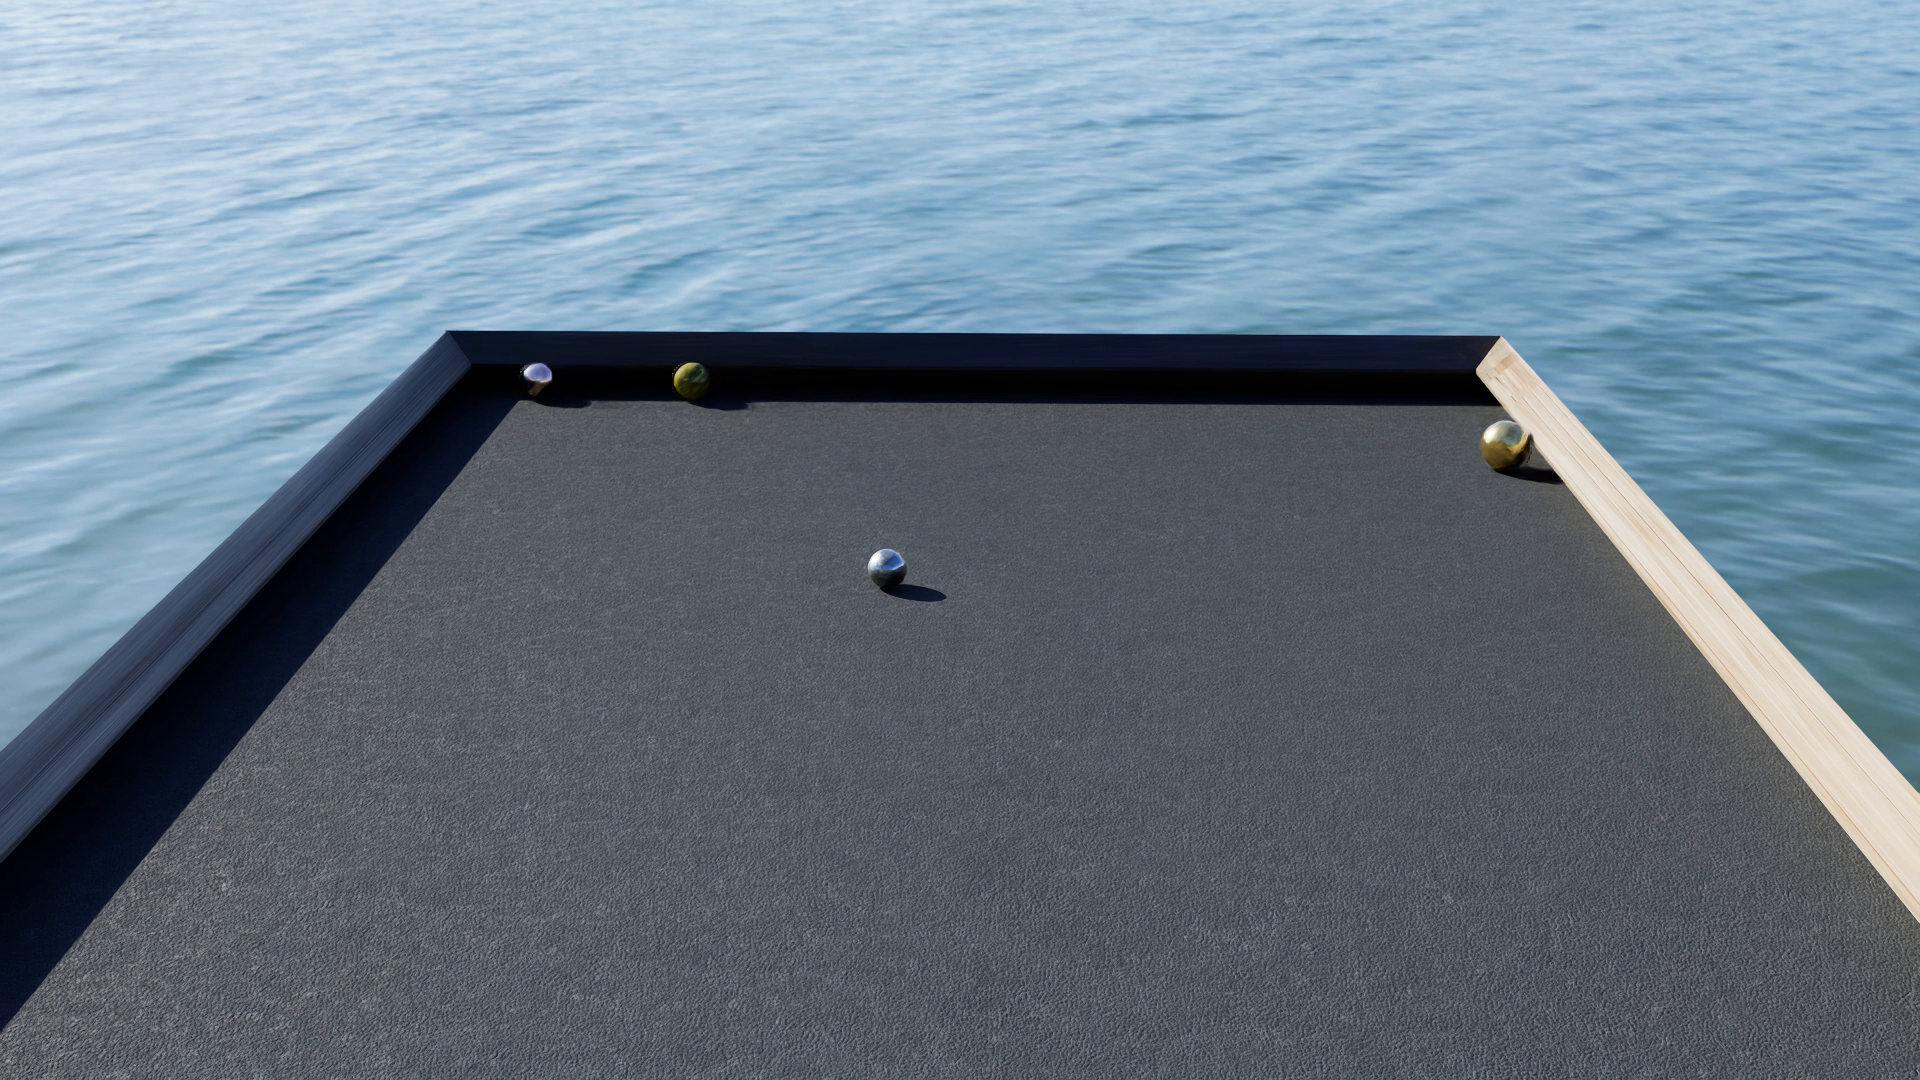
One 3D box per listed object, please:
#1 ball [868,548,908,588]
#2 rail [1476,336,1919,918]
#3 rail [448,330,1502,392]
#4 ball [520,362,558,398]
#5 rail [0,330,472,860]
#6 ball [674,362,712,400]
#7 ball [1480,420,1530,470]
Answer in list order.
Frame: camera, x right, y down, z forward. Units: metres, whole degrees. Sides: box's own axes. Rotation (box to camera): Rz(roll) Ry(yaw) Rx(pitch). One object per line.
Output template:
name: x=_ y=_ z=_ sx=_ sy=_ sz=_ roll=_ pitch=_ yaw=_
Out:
ball: x=-0.082 y=0.032 z=2.483 sx=0.045 sy=0.045 sz=0.045 roll=0 pitch=19 yaw=0
rail: x=0.751 y=0.242 z=1.795 sx=0.045 sy=0.086 sz=3.169 roll=0 pitch=19 yaw=1
rail: x=0.017 y=-0.262 z=3.290 sx=1.585 sy=0.086 sz=0.045 roll=0 pitch=19 yaw=1
ball: x=-0.626 y=-0.237 z=3.266 sx=0.054 sy=0.054 sz=0.054 roll=0 pitch=19 yaw=0
rail: x=-0.786 y=0.231 z=1.828 sx=0.045 sy=0.086 sz=3.169 roll=0 pitch=19 yaw=1
ball: x=-0.396 y=-0.236 z=3.259 sx=0.056 sy=0.056 sz=0.056 roll=0 pitch=19 yaw=0
ball: x=0.723 y=-0.125 z=2.917 sx=0.066 sy=0.066 sz=0.066 roll=0 pitch=19 yaw=0
